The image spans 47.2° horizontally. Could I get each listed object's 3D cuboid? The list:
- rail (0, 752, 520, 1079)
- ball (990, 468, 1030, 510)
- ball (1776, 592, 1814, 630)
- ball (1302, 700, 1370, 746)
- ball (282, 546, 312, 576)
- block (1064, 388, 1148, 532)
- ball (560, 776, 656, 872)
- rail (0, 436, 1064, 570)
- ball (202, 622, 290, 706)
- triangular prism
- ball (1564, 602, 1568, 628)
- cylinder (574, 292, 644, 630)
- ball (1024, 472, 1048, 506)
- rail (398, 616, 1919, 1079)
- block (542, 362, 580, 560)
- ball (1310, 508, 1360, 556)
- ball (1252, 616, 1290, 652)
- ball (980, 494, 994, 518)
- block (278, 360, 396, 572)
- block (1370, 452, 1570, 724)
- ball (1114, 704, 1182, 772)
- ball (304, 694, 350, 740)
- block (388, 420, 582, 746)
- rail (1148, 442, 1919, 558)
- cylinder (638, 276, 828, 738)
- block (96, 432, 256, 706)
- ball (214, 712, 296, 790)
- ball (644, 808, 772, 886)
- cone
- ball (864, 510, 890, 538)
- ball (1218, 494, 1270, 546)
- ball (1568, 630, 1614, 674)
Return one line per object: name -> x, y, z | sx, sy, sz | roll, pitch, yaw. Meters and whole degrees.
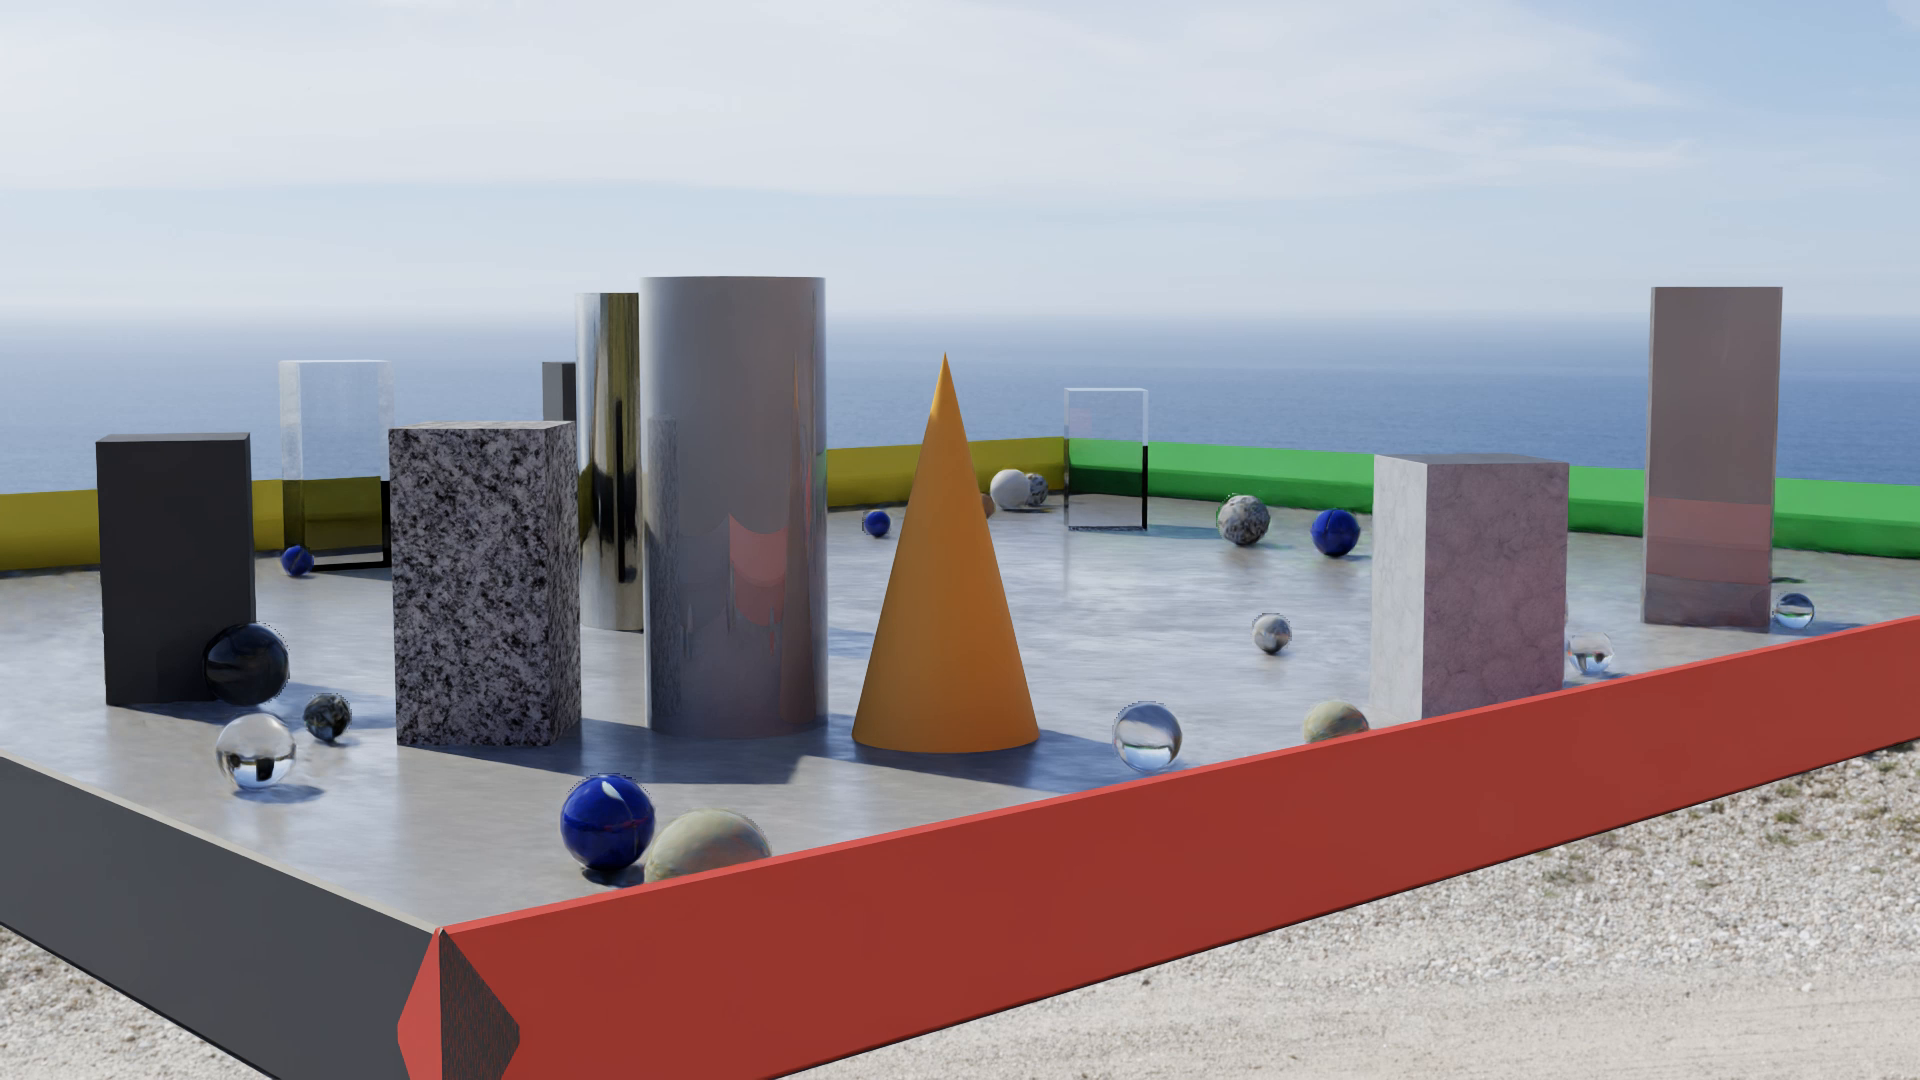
rail -> -1.231, 0.151, 2.202 | 0.045, 0.129, 2.900 | -5, 8, -42
ball -> 0.113, -0.114, 4.939 | 0.092, 0.092, 0.092 | 0, 6, 0
ball -> 1.171, 0.100, 3.084 | 0.052, 0.052, 0.052 | 0, 6, 0
ball -> 0.369, 0.189, 2.157 | 0.065, 0.065, 0.065 | 0, 6, 0
ball -> -1.119, 0.035, 3.708 | 0.050, 0.050, 0.050 | 0, 6, 0
block -> 0.299, -0.168, 4.527 | 0.159, 0.284, 0.159 | 0, 6, -1
ball -> -0.281, 0.226, 1.754 | 0.076, 0.076, 0.076 | 0, 6, 0
rail -> -0.967, -0.075, 4.374 | 3.398, 0.129, 0.045 | -5, 8, -42
ball -> -0.806, 0.141, 2.482 | 0.095, 0.095, 0.095 | 0, 6, 0
triangular prism -> 1.075, -0.124, 3.174 | 0.172, 0.478, 0.149 | 1, 6, 13
ball -> 0.774, 0.098, 2.950 | 0.083, 0.083, 0.083 | 0, 6, 0
cylinder -> -0.446, -0.117, 3.143 | 0.199, 0.470, 0.199 | 0, 6, 0
ball -> 0.165, -0.115, 5.032 | 0.076, 0.076, 0.076 | 0, 6, 0
rail -> 0.967, 0.142, 2.289 | 3.398, 0.129, 0.045 | -5, 8, -42
block -> -0.664, -0.149, 4.020 | 0.159, 0.352, 0.159 | -3, 6, -23
ball -> 0.682, -0.014, 3.995 | 0.088, 0.088, 0.088 | 0, 6, 0
ball -> 0.407, 0.123, 2.875 | 0.049, 0.049, 0.049 | 0, 6, 0
ball -> 0.046, -0.071, 4.697 | 0.056, 0.056, 0.056 | 0, 6, 0
block -> -1.088, -0.134, 3.850 | 0.159, 0.358, 0.159 | -3, 7, -29
block -> 0.557, 0.052, 2.419 | 0.159, 0.284, 0.159 | -1, 6, -9
ball -> 0.182, 0.191, 2.131 | 0.066, 0.066, 0.066 | 0, 6, 0
ball -> -0.659, 0.185, 2.290 | 0.047, 0.047, 0.047 | 0, 6, 0
block -> -0.498, 0.041, 2.323 | 0.159, 0.326, 0.159 | 0, 6, 2
rail -> 1.231, -0.084, 4.462 | 0.045, 0.129, 2.900 | -5, 8, -42
cylinder -> -0.242, -0.041, 2.370 | 0.199, 0.480, 0.199 | 0, 6, 0
block -> -0.912, 0.029, 2.573 | 0.159, 0.299, 0.159 | -2, 6, -16
ball -> -0.657, 0.197, 2.052 | 0.072, 0.072, 0.072 | 0, 6, 0
ball -> -0.178, 0.237, 1.566 | 0.092, 0.092, 0.092 | 0, 6, 0
cone -> -0.015, 0.004, 2.300 | 0.199, 0.403, 0.199 | 0, 6, 0
ball -> -0.163, -0.032, 4.344 | 0.052, 0.052, 0.052 | 0, 6, 0
ball -> 0.541, -0.038, 4.187 | 0.097, 0.097, 0.097 | 0, 6, 0
ball -> 0.775, 0.137, 2.704 | 0.055, 0.055, 0.055 | 0, 6, 0
